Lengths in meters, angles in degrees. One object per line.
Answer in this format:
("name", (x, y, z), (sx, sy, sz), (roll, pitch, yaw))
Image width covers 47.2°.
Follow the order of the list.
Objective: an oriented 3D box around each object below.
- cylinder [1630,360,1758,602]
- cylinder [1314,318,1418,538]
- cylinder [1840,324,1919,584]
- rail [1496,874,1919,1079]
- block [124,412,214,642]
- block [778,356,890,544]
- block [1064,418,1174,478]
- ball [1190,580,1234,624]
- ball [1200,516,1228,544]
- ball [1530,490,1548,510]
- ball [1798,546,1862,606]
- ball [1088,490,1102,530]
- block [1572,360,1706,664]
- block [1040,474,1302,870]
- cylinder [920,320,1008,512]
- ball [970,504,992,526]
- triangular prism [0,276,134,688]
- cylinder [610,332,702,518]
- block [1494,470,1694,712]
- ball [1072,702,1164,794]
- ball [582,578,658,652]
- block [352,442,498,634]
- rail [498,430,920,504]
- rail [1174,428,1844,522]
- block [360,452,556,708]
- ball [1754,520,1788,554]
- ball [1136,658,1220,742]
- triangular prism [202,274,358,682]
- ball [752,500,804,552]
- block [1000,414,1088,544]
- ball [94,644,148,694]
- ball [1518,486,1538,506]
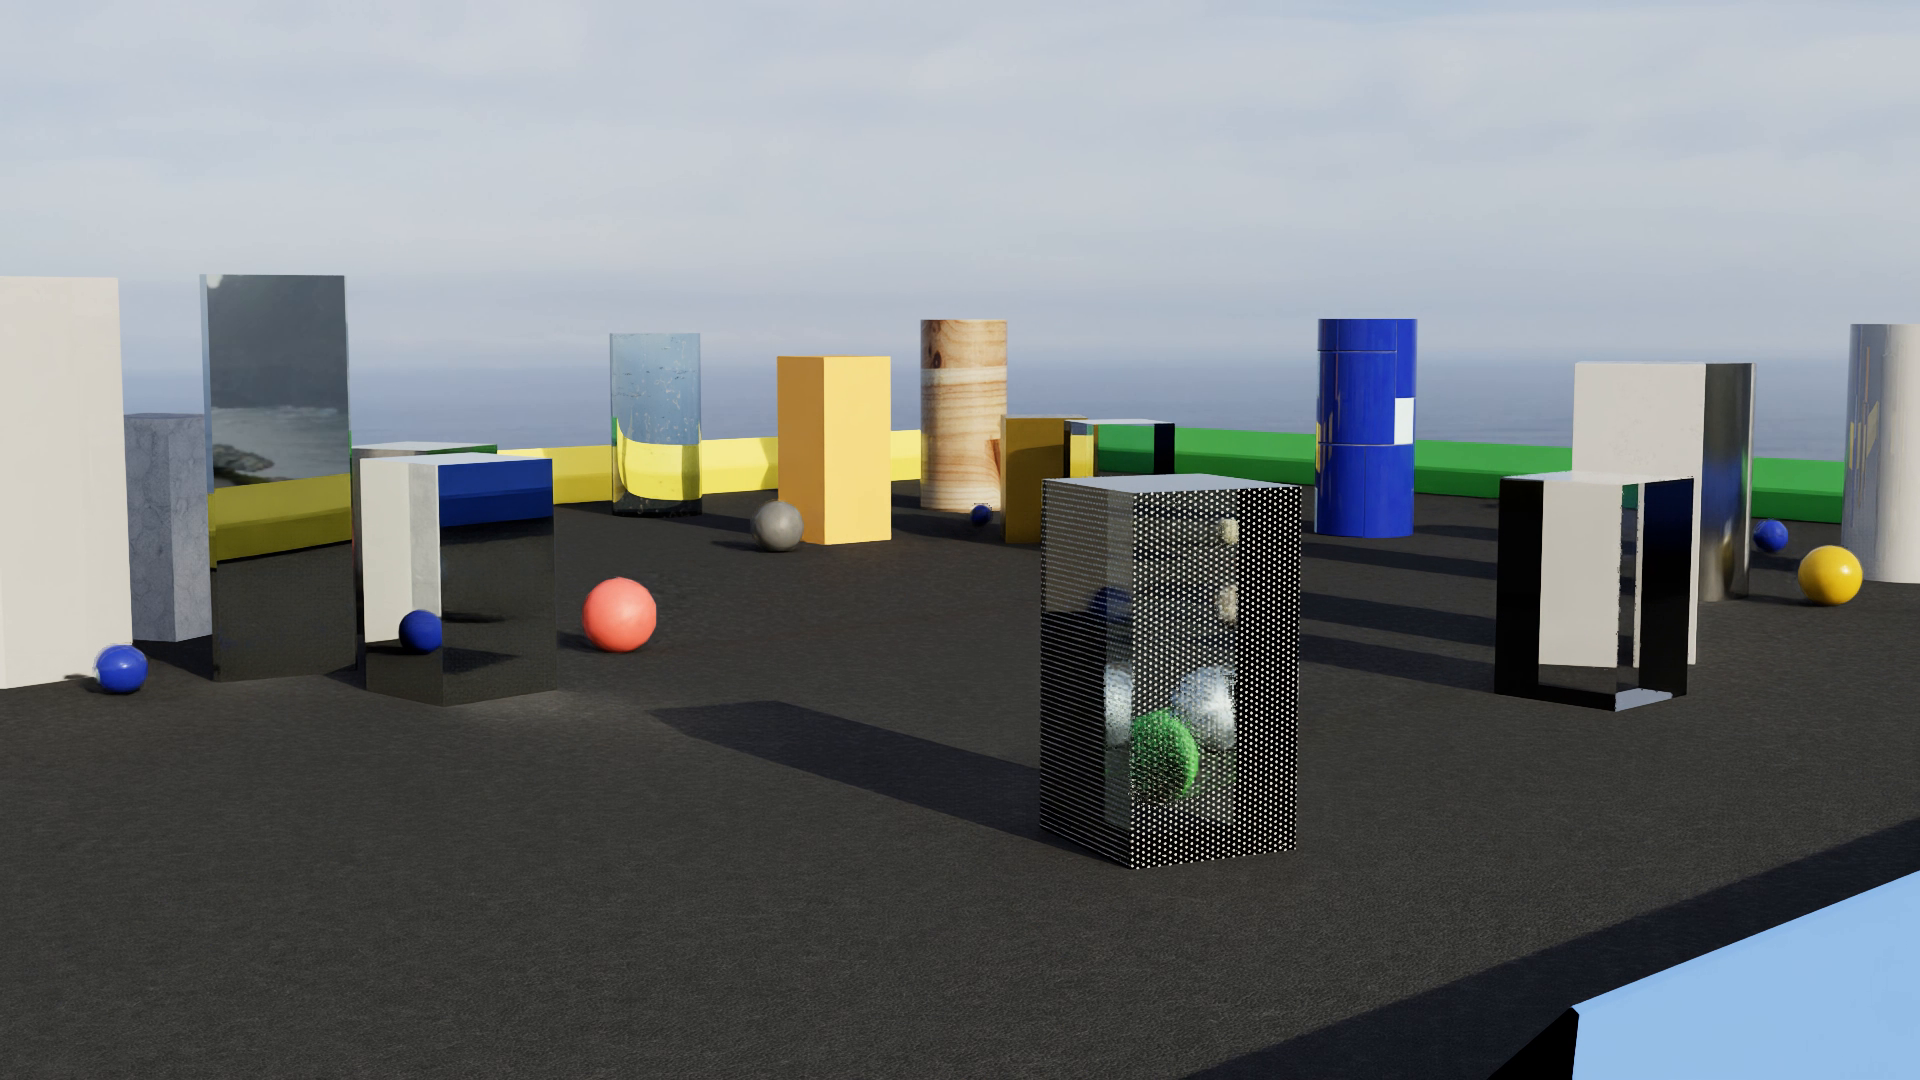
("cylinder", (1.139, -0.097, 3.447), (0.196, 0.364, 0.196), (0, 6, 0))
("cylinder", (0.809, -0.227, 4.385), (0.196, 0.427, 0.196), (0, 6, 0))
("cylinder", (1.581, -0.149, 3.669), (0.196, 0.421, 0.196), (0, 6, 0))
("rail", (1.279, 0.177, 1.953), (4.438, 0.127, 0.045), (-5, 8, -42))
("block", (-1.104, -0.022, 3.043), (0.157, 0.299, 0.157), (2, 6, 19))
("block", (-0.245, -0.179, 4.274), (0.157, 0.355, 0.157), (-5, 8, -39))
("block", (0.290, -0.097, 4.033), (0.157, 0.241, 0.157), (-2, 6, -17))
("ball", (0.359, 0.089, 3.129), (0.061, 0.061, 0.061), (0, 6, 0))
("ball", (0.485, -0.020, 4.202), (0.054, 0.054, 0.054), (0, 6, 0))
("ball", (1.298, -0.090, 4.931), (0.042, 0.042, 0.042), (0, 6, 0))
("ball", (1.311, 0.054, 3.315), (0.091, 0.091, 0.091), (0, 6, 0))
("ball", (0.243, -0.060, 4.429), (0.087, 0.087, 0.087), (0, 6, 0))
("block", (0.876, -0.041, 2.850), (0.157, 0.377, 0.157), (2, 6, 18))
("block", (0.173, 0.102, 1.843), (0.157, 0.302, 0.157), (-3, 7, -25))
("cylinder", (0.009, -0.282, 4.934), (0.196, 0.423, 0.196), (0, 6, 0))
("ball", (0.043, -0.051, 4.547), (0.044, 0.044, 0.044), (0, 6, 0))
("triangular prism", (-1.134, -0.077, 2.681), (0.147, 0.483, 0.170), (5, 8, 39))
("cylinder", (-0.663, -0.253, 4.796), (0.196, 0.394, 0.196), (0, 6, 0))
("block", (0.732, 0.054, 2.543), (0.157, 0.253, 0.157), (-6, 8, -43))
("ball", (0.146, 0.192, 2.032), (0.084, 0.084, 0.084), (0, 6, 0))
("ball", (-0.444, 0.098, 2.865), (0.098, 0.098, 0.098), (0, 6, 0))
("block", (-0.755, -0.003, 3.068), (0.157, 0.257, 0.157), (3, 7, 24))
("rail", (-1.279, -0.111, 4.710), (4.438, 0.127, 0.045), (-5, 8, -42))
("rail", (1.613, -0.122, 4.812), (0.045, 0.127, 3.819), (-5, 8, -42))
("block", (-0.585, 0.041, 2.568), (0.157, 0.273, 0.157), (5, 8, 42))
("ball", (1.490, -0.006, 4.040), (0.061, 0.061, 0.061), (0, 6, 0))
("ball", (0.225, 0.165, 2.272), (0.087, 0.087, 0.087), (0, 6, 0))
("triangular prism", (-0.857, -0.082, 2.718), (0.170, 0.486, 0.147), (-4, 7, -31))
("ball", (-0.335, -0.025, 4.054), (0.095, 0.095, 0.095), (0, 6, 0))
("block", (0.162, -0.122, 4.283), (0.157, 0.239, 0.157), (0, 6, -3))
("ball", (-0.974, 0.150, 2.556), (0.058, 0.058, 0.058), (0, 6, 0))
("ball", (1.295, -0.101, 5.012), (0.046, 0.046, 0.046), (0, 6, 0))
